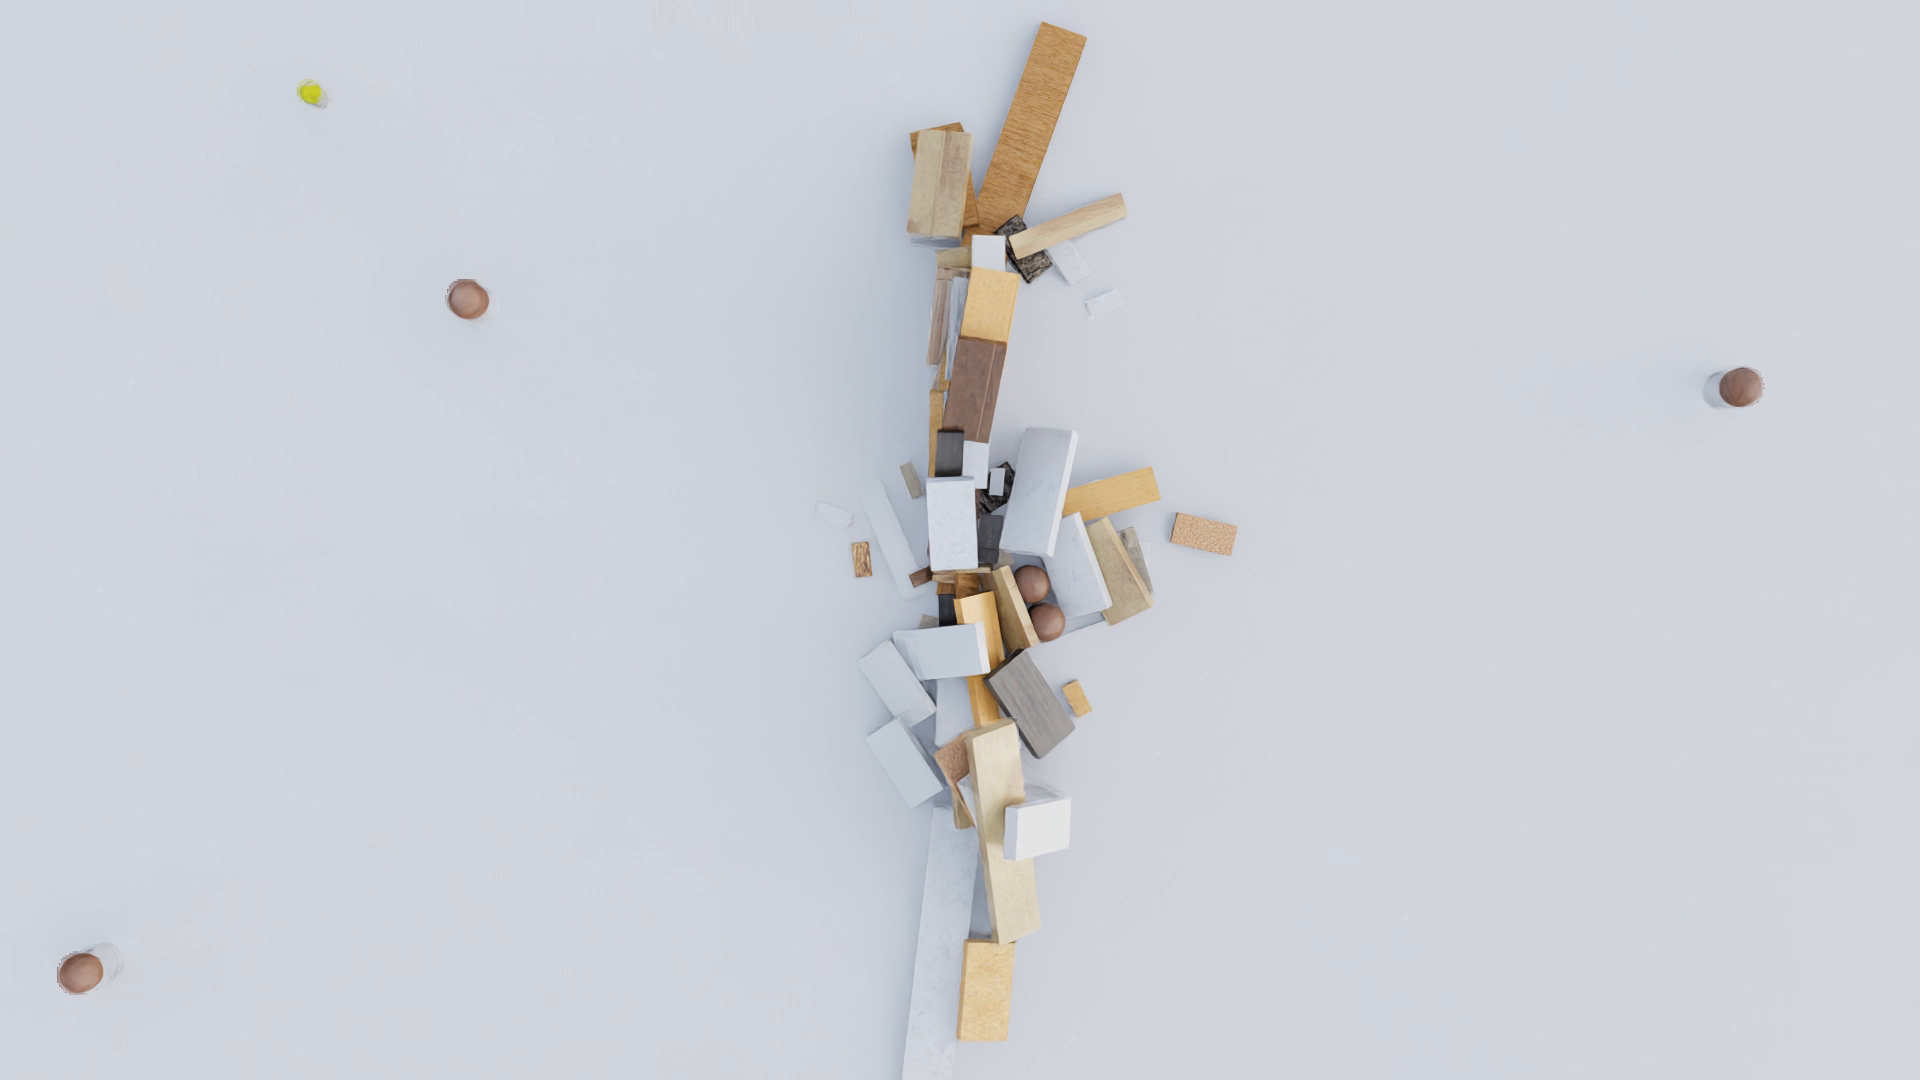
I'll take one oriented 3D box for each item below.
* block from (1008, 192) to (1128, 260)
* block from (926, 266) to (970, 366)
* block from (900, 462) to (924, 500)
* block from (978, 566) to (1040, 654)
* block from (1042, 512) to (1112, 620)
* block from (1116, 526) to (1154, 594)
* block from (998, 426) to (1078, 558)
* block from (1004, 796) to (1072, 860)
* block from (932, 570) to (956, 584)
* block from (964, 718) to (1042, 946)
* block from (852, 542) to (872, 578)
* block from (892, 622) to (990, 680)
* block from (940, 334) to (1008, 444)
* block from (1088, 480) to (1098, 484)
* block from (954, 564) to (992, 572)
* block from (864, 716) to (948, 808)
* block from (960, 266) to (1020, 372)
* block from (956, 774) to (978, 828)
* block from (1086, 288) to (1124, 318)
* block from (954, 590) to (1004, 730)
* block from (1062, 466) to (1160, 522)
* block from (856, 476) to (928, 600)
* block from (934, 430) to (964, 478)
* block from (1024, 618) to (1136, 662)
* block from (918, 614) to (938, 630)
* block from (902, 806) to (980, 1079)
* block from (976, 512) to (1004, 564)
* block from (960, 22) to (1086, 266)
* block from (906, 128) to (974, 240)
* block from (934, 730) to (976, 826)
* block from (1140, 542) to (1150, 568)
[{"bbox_3d":[0.357,-1.037,5.447,0.412,0.023,0.080,-23,102,-9],"label":"block"},{"bbox_3d":[-0.014,-0.728,5.396,0.160,0.045,0.320,5,112,-5],"label":"block"},{"bbox_3d":[-0.160,-0.198,5.494,0.045,0.013,0.119,-22,90,0],"label":"block"},{"bbox_3d":[0.159,0.229,5.432,0.039,0.138,0.275,-22,90,-35],"label":"block"},{"bbox_3d":[0.367,0.085,5.417,0.163,0.046,0.327,-16,98,31],"label":"block"},{"bbox_3d":[0.552,0.081,5.451,0.116,0.033,0.232,-17,98,4],"label":"block"},{"bbox_3d":[0.258,-0.160,5.395,0.172,0.049,0.422,7,76,27],"label":"block"},{"bbox_3d":[0.254,0.933,5.350,0.047,0.329,0.165,3,91,35],"label":"block"},{"bbox_3d":[-0.032,0.113,5.472,0.119,0.017,0.059,7,92,-10],"label":"block"},{"bbox_3d":[0.142,0.950,5.333,0.163,0.046,0.746,-17,109,-28],"label":"block"},{"bbox_3d":[-0.326,0.066,5.492,0.058,0.016,0.115,-7,90,0],"label":"block"},{"bbox_3d":[-0.063,0.367,5.389,0.329,0.047,0.165,-9,90,34],"label":"block"},{"bbox_3d":[0.042,-0.476,5.227,0.154,0.044,0.328,8,113,-7],"label":"block"},{"bbox_3d":[0.293,-0.074,5.486,0.411,0.029,0.102,-24,90,0],"label":"block"},{"bbox_3d":[0.045,0.092,5.426,0.119,0.059,0.017,0,104,9],"label":"block"},{"bbox_3d":[-0.178,0.734,5.457,0.139,0.039,0.278,-34,90,20],"label":"block"},{"bbox_3d":[0.086,-0.699,5.215,0.154,0.044,0.308,9,101,-7],"label":"block"},{"bbox_3d":[0.122,0.878,5.359,0.163,0.046,0.327,-33,116,-21],"label":"block"},{"bbox_3d":[0.482,-0.787,5.492,0.115,0.016,0.058,-23,90,0],"label":"block"},{"bbox_3d":[0.081,0.401,5.424,0.138,0.039,0.450,-13,96,-35],"label":"block"},{"bbox_3d":[0.469,-0.138,5.455,0.372,0.033,0.116,-16,90,0],"label":"block"},{"bbox_3d":[-0.228,-0.005,5.488,0.086,0.024,0.417,-23,90,0],"label":"block"},{"bbox_3d":[-0.034,-0.271,5.282,0.086,0.024,0.173,1,121,-4],"label":"block"},{"bbox_3d":[0.377,0.334,5.492,0.422,0.016,0.058,-19,90,0],"label":"block"},{"bbox_3d":[-0.113,0.308,5.492,0.058,0.016,0.115,15,90,0],"label":"block"},{"bbox_3d":[-0.061,1.364,5.477,0.163,0.046,0.946,7,90,0],"label":"block"},{"bbox_3d":[0.096,-0.005,5.433,0.080,0.023,0.159,9,94,2],"label":"block"},{"bbox_3d":[0.188,-1.254,5.477,0.160,0.045,0.927,20,90,0],"label":"block"},{"bbox_3d":[-0.065,-1.164,5.402,0.172,0.049,0.344,7,88,9],"label":"block"},{"bbox_3d":[0.037,0.773,5.355,0.139,0.039,0.278,-35,109,-21],"label":"block"},{"bbox_3d":[0.525,0.045,5.486,0.204,0.029,0.102,9,90,0],"label":"block"}]
